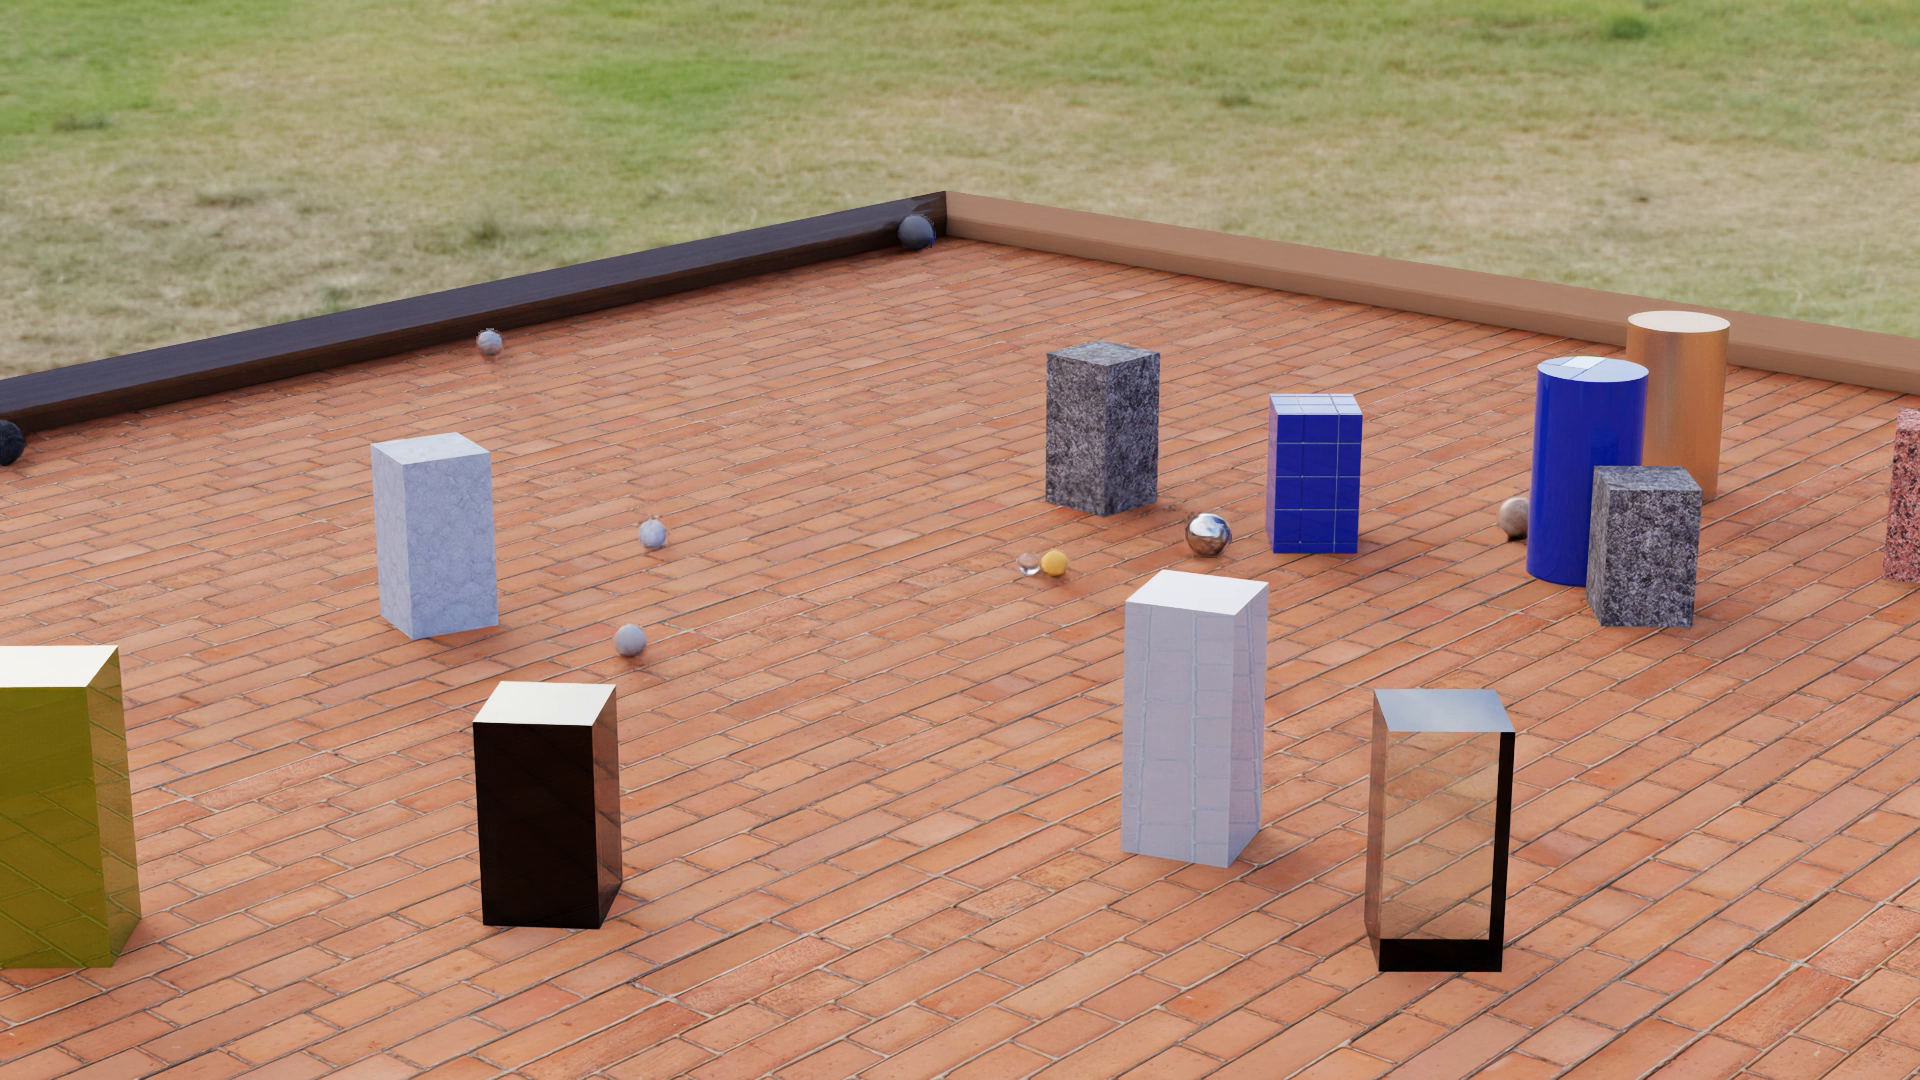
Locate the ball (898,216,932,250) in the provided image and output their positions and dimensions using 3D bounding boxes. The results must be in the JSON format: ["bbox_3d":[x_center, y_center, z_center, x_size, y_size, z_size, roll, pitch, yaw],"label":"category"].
[{"bbox_3d":[-0.122,-0.844,8.072,0.096,0.096,0.096,0,17,0],"label":"ball"}]

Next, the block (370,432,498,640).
[{"bbox_3d":[-0.886,-0.009,4.947,0.153,0.303,0.153,-10,19,-29],"label":"block"}]

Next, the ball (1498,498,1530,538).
[{"bbox_3d":[1.038,-0.042,5.450,0.076,0.076,0.076,0,17,0],"label":"ball"}]

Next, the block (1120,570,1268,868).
[{"bbox_3d":[0.321,0.243,4.014,0.153,0.361,0.153,7,18,22],"label":"block"}]

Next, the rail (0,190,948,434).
[{"bbox_3d":[-1.646,-0.382,6.489,0.045,0.124,4.953,14,22,39],"label":"rail"}]

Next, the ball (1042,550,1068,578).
[{"bbox_3d":[0.169,0.042,5.218,0.048,0.048,0.048,0,17,0],"label":"ball"}]

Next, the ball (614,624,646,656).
[{"bbox_3d":[-0.542,0.165,4.808,0.052,0.052,0.052,0,17,0],"label":"ball"}]

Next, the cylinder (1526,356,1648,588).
[{"bbox_3d":[1.111,-0.122,5.200,0.191,0.373,0.191,0,17,0],"label":"cylinder"}]

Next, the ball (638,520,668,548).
[{"bbox_3d":[-0.564,-0.012,5.390,0.052,0.052,0.052,0,17,0],"label":"ball"}]

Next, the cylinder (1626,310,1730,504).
[{"bbox_3d":[1.386,-0.257,5.702,0.191,0.343,0.191,0,17,0],"label":"cylinder"}]

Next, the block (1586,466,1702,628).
[{"bbox_3d":[1.163,0.010,4.995,0.153,0.240,0.153,0,17,2],"label":"block"}]

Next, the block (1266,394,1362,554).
[{"bbox_3d":[0.650,-0.123,5.396,0.153,0.262,0.153,0,17,0],"label":"block"}]

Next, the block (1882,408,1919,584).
[{"bbox_3d":[1.735,-0.076,5.215,0.153,0.277,0.153,6,18,18],"label":"block"}]

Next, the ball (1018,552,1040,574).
[{"bbox_3d":[0.123,0.042,5.232,0.040,0.040,0.040,0,17,0],"label":"ball"}]

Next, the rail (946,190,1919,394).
[{"bbox_3d":[1.608,-0.504,6.893,4.408,0.124,0.045,14,22,39],"label":"rail"}]

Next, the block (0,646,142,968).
[{"bbox_3d":[-1.140,0.335,3.688,0.153,0.373,0.153,0,17,-1],"label":"block"}]

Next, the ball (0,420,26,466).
[{"bbox_3d":[-1.941,-0.197,5.935,0.093,0.093,0.093,0,17,0],"label":"ball"}]

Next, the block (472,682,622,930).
[{"bbox_3d":[-0.534,0.344,3.818,0.153,0.280,0.153,1,17,5],"label":"block"}]

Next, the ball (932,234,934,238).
[{"bbox_3d":[-0.097,-0.849,8.178,0.044,0.044,0.044,0,17,0],"label":"ball"}]

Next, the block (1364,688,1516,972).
[{"bbox_3d":[0.600,0.364,3.685,0.153,0.319,0.153,0,17,1],"label":"block"}]

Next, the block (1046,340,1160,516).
[{"bbox_3d":[0.274,-0.216,5.647,0.153,0.296,0.153,16,23,43],"label":"block"}]

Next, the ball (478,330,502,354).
[{"bbox_3d":[-1.104,-0.464,6.883,0.055,0.055,0.055,0,17,0],"label":"ball"}]

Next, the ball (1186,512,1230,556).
[{"bbox_3d":[0.451,-0.010,5.338,0.080,0.080,0.080,0,17,0],"label":"ball"}]
